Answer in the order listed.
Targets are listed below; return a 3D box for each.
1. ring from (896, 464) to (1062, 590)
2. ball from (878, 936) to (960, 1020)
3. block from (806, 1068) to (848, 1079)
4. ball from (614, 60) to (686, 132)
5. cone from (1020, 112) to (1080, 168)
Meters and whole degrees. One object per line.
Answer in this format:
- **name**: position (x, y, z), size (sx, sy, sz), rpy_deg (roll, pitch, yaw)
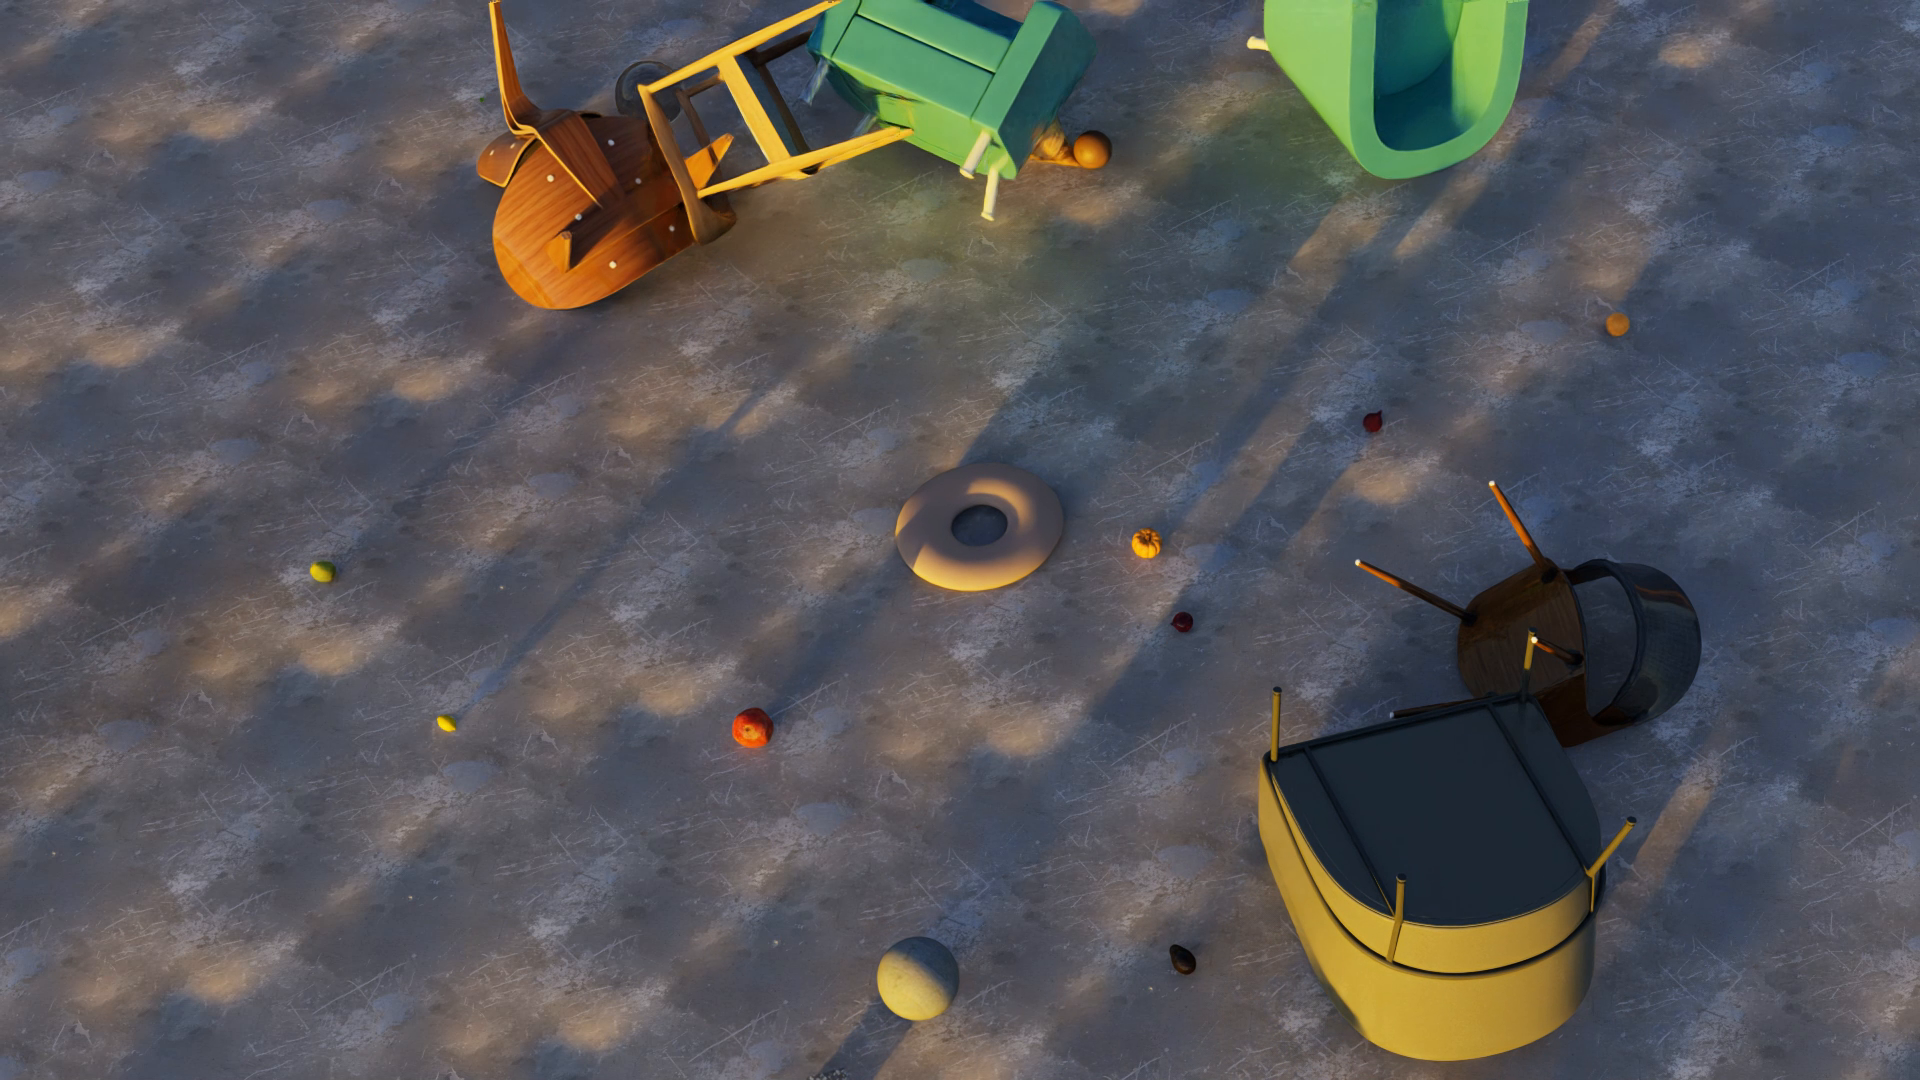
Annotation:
- **ring**: position (0.059, -0.043, 6.561), size (0.514, 0.071, 0.441), rpy_deg (-21, 59, -13)
- **ball**: position (-0.108, 1.133, 5.685), size (0.213, 0.213, 0.213), rpy_deg (0, 56, 0)
- **block**: position (-0.331, 1.402, 5.584), size (0.100, 0.081, 0.076), rpy_deg (-13, 57, -8)
- **ball**: position (-1.048, -1.502, 7.437), size (0.239, 0.239, 0.239), rpy_deg (0, 56, 0)
- **cone**: position (0.335, -1.310, 7.401), size (0.184, 0.186, 0.192), rpy_deg (36, 69, -10)
